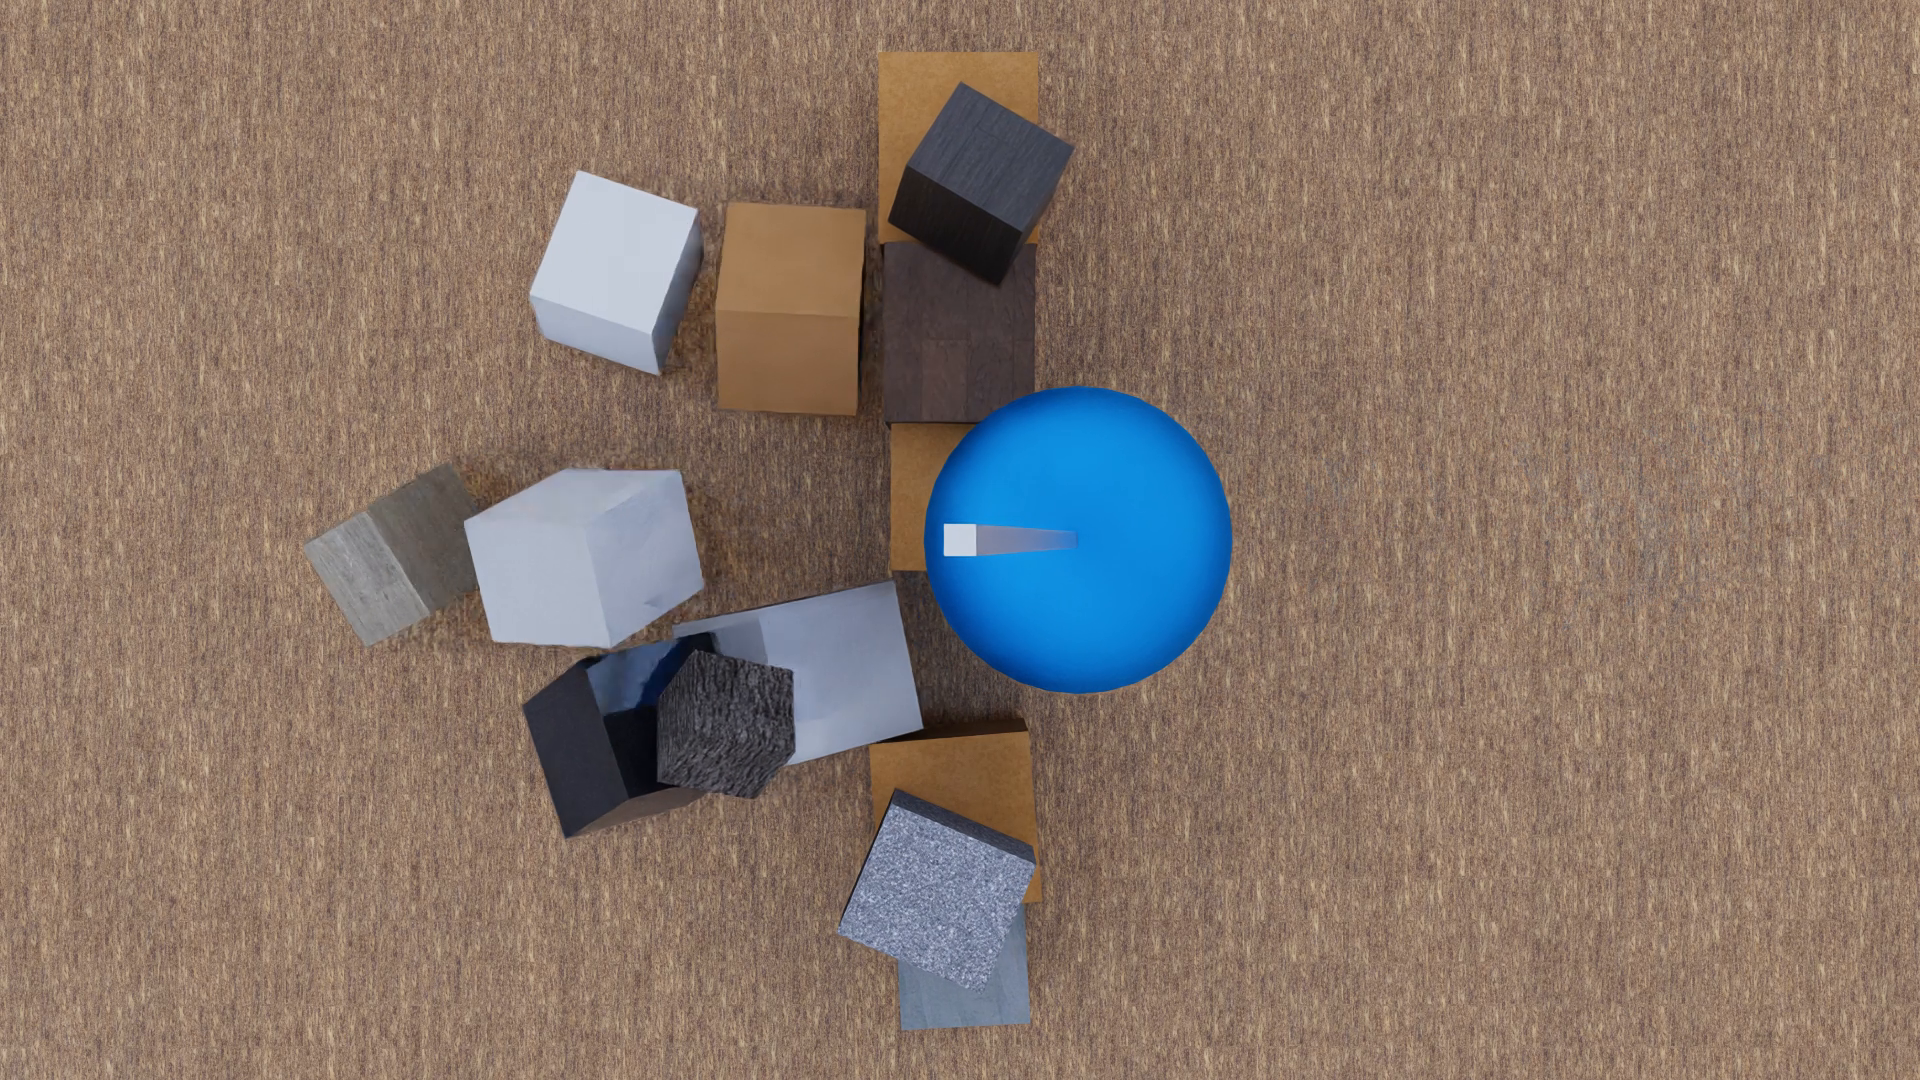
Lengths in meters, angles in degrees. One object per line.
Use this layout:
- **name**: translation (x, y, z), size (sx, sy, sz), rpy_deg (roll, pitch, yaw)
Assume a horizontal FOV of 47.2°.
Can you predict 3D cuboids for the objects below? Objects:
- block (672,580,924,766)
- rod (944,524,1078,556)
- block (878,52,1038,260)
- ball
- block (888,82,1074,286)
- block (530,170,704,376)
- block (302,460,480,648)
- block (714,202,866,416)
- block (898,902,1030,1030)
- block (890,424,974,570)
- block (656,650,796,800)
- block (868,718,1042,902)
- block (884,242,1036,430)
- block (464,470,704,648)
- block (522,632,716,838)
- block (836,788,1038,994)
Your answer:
- **block**: translation (-0.912, 0.770, 12.369), size (0.953, 0.845, 0.851), rpy_deg (-11, 90, -40)
- **rod**: translation (0.264, 0.000, 8.033), size (0.080, 5.200, 0.080), rpy_deg (0, 90, 6)
- **block**: translation (-0.009, -2.154, 12.542), size (0.876, 0.916, 1.056), rpy_deg (0, 90, 0)
- **ball**: translation (0.609, 0.000, 11.415), size (1.600, 1.600, 1.600), rpy_deg (0, 90, 0)
- **block**: translation (0.106, -1.884, 11.679), size (0.693, 0.615, 0.600), rpy_deg (30, 67, 1)
- **block**: translation (-1.862, -1.449, 12.043), size (0.676, 0.749, 0.742), rpy_deg (18, 77, 0)
- **block**: translation (-3.136, 0.079, 12.482), size (0.629, 0.703, 0.670), rpy_deg (-23, 101, 37)
- **block**: translation (-0.933, -1.289, 12.286), size (0.768, 0.780, 0.846), rpy_deg (3, 51, -2)
- **block**: translation (0.015, 2.377, 12.638), size (0.722, 0.723, 0.683), rpy_deg (-3, 90, 0)
- **block**: translation (-0.015, -0.237, 12.586), size (0.737, 0.827, 0.813), rpy_deg (0, 90, 0)
- **block**: translation (-1.225, 0.968, 11.478), size (0.552, 0.525, 0.497), rpy_deg (14, 50, -24)
- **block**: translation (-0.024, 1.555, 12.542), size (0.881, 0.916, 0.938), rpy_deg (-5, 90, 0)
- **block**: translation (-0.002, -1.131, 12.482), size (0.821, 1.037, 0.973), rpy_deg (0, 90, 0)
- **block**: translation (-1.991, 0.083, 11.725), size (0.802, 0.845, 0.676), rpy_deg (1, 111, 30)
- **block**: translation (-1.773, 1.071, 12.075), size (0.792, 0.819, 0.784), rpy_deg (-12, 76, -38)
- **block**: translation (-0.120, 1.855, 11.722), size (0.819, 0.724, 0.727), rpy_deg (23, 90, 0)
